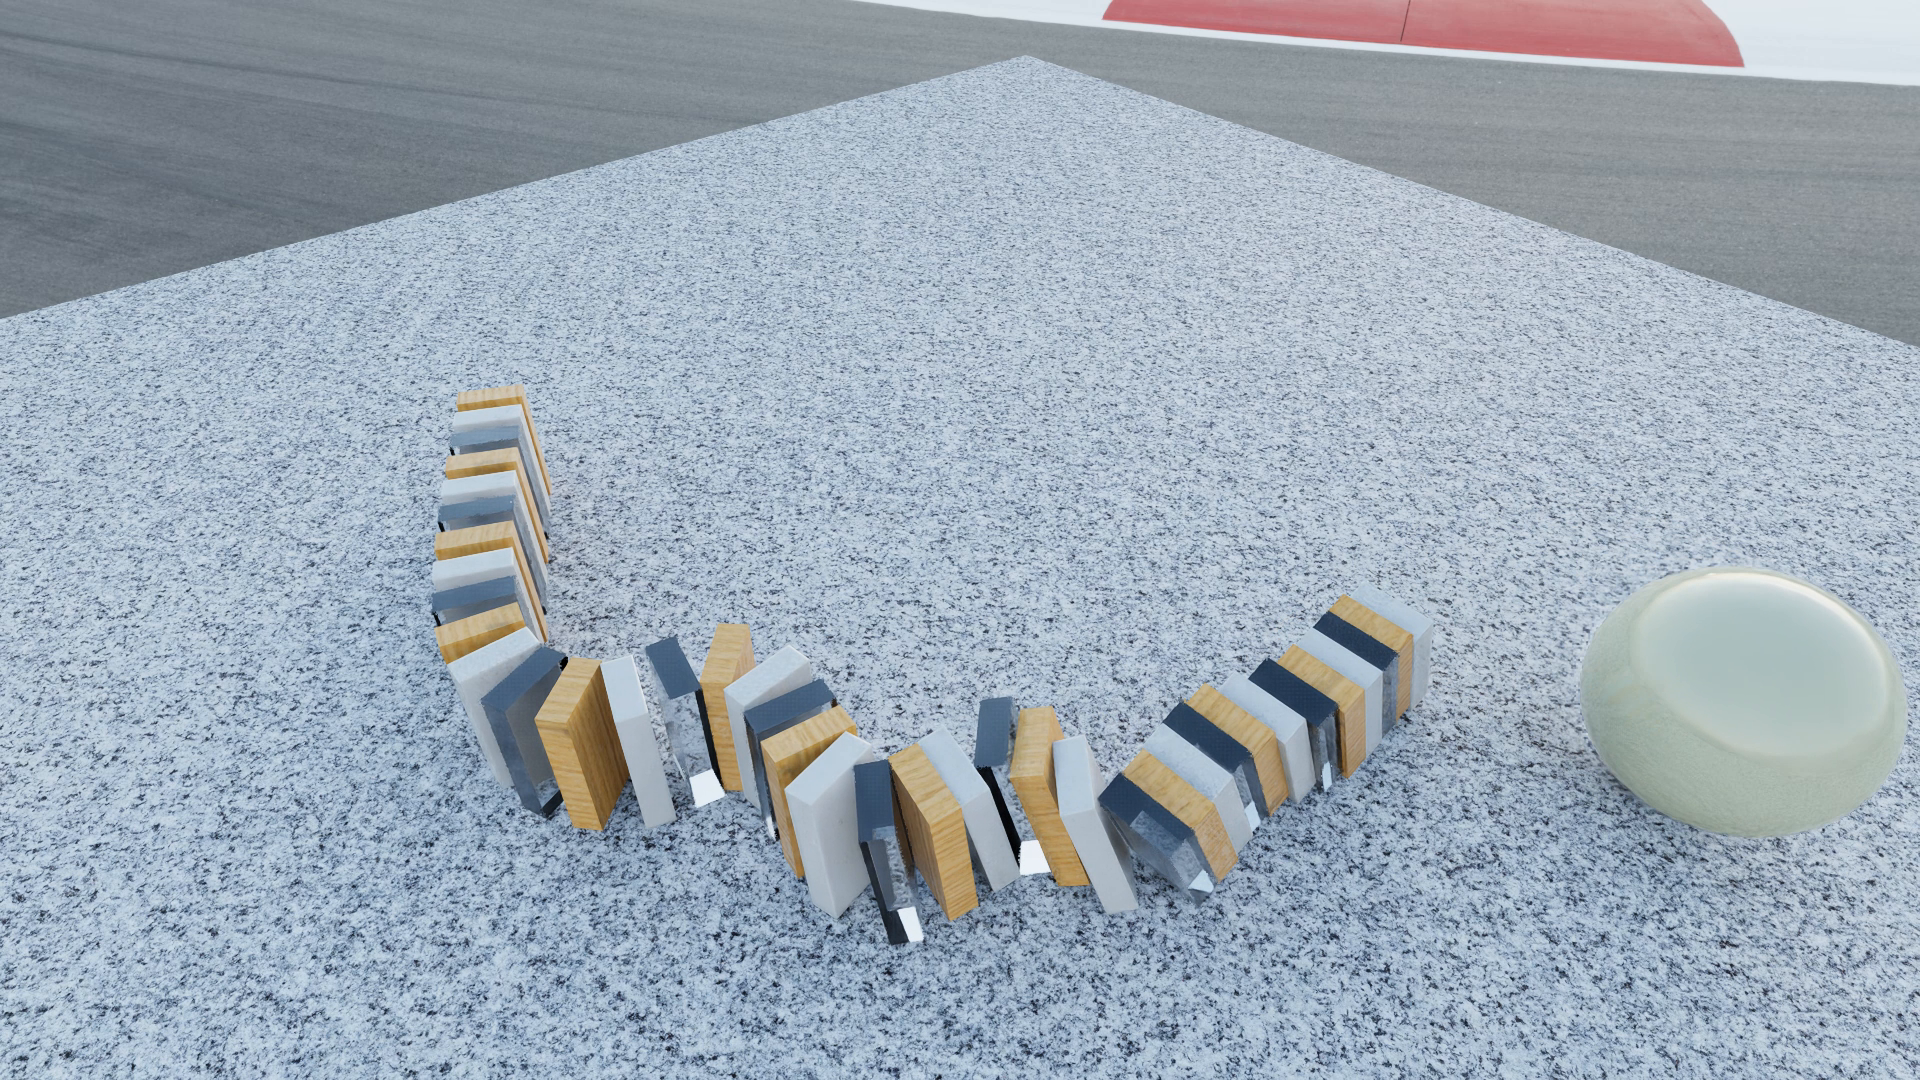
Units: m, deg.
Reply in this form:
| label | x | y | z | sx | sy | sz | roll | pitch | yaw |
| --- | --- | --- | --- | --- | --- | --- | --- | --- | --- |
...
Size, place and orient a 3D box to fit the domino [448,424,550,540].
| label | x | y | z | sx | sy | sz | roll | pitch | yaw |
| --- | --- | --- | --- | --- | --- | --- | --- | --- | --- |
| domino | -0.182 | -0.020 | 0.436 | 0.025 | 0.050 | 0.009 | -9 | 40 | -11 |

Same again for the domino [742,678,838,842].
| label | x | y | z | sx | sy | sz | roll | pitch | yaw |
| --- | --- | --- | --- | --- | --- | --- | --- | --- | --- |
| domino | -0.049 | 0.067 | 0.330 | 0.025 | 0.050 | 0.009 | -22 | 44 | -24 |

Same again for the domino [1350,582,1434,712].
| label | x | y | z | sx | sy | sz | roll | pitch | yaw |
| --- | --- | --- | --- | --- | --- | --- | --- | --- | --- |
| domino | 0.143 | 0.036 | 0.367 | 0.009 | 0.050 | 0.025 | -44 | 53 | -13 |

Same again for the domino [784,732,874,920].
| label | x | y | z | sx | sy | sz | roll | pitch | yaw |
| --- | --- | --- | --- | --- | --- | --- | --- | --- | --- |
| domino | -0.034 | 0.081 | 0.312 | 0.009 | 0.050 | 0.025 | 21 | 43 | 31 |

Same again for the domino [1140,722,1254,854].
| label | x | y | z | sx | sy | sz | roll | pitch | yaw |
| --- | --- | --- | --- | --- | --- | --- | --- | --- | --- |
| domino | 0.070 | 0.074 | 0.322 | 0.009 | 0.050 | 0.025 | -46 | 53 | -11 |

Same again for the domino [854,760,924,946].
| label | x | y | z | sx | sy | sz | roll | pitch | yaw |
| --- | --- | --- | --- | --- | --- | --- | --- | --- | --- |
| domino | -0.020 | 0.087 | 0.305 | 0.009 | 0.050 | 0.025 | -10 | 40 | -1 |

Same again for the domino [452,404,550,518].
| label | x | y | z | sx | sy | sz | roll | pitch | yaw |
| --- | --- | --- | --- | --- | --- | --- | --- | --- | --- |
| domino | -0.186 | -0.030 | 0.448 | 0.025 | 0.050 | 0.009 | -9 | 40 | -11 |

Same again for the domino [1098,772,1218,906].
| label | x | y | z | sx | sy | sz | roll | pitch | yaw |
| --- | --- | --- | --- | --- | --- | --- | --- | --- | --- |
| domino | 0.056 | 0.085 | 0.309 | 0.009 | 0.050 | 0.025 | -47 | 54 | -11 |

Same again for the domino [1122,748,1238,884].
| label | x | y | z | sx | sy | sz | roll | pitch | yaw |
| --- | --- | --- | --- | --- | --- | --- | --- | --- | --- |
| domino | 0.064 | 0.080 | 0.315 | 0.010 | 0.050 | 0.025 | -46 | 53 | -11 |

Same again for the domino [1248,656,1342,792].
| label | x | y | z | sx | sy | sz | roll | pitch | yaw |
| --- | --- | --- | --- | --- | --- | --- | --- | --- | --- |
| domino | 0.104 | 0.058 | 0.341 | 0.009 | 0.050 | 0.025 | -44 | 53 | -13 |

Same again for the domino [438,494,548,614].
| label | x | y | z | sx | sy | sz | roll | pitch | yaw |
| --- | --- | --- | --- | --- | --- | --- | --- | --- | --- |
| domino | -0.170 | 0.008 | 0.402 | 0.025 | 0.050 | 0.009 | -10 | 40 | -12 |

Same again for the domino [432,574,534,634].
| label | x | y | z | sx | sy | sz | roll | pitch | yaw |
| --- | --- | --- | --- | --- | --- | --- | --- | --- | --- |
| domino | -0.155 | 0.036 | 0.367 | 0.025 | 0.050 | 0.010 | -14 | 41 | -16 |

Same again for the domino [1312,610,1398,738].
| label | x | y | z | sx | sy | sz | roll | pitch | yaw |
| --- | --- | --- | --- | --- | --- | --- | --- | --- | --- |
| domino | 0.128 | 0.045 | 0.357 | 0.009 | 0.050 | 0.025 | -44 | 53 | -13 |

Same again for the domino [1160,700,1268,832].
| label | x | y | z | sx | sy | sz | roll | pitch | yaw |
| --- | --- | --- | --- | --- | --- | --- | --- | --- | --- |
| domino | 0.077 | 0.069 | 0.328 | 0.009 | 0.050 | 0.025 | -45 | 53 | -11 |

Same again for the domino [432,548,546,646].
| label | x | y | z | sx | sy | sz | roll | pitch | yaw |
| --- | --- | --- | --- | --- | --- | --- | --- | --- | --- |
| domino | -0.161 | 0.027 | 0.378 | 0.025 | 0.050 | 0.009 | -12 | 41 | -14 |

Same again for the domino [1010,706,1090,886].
| label | x | y | z | sx | sy | sz | roll | pitch | yaw |
| --- | --- | --- | --- | --- | --- | --- | --- | --- | --- |
| domino | 0.028 | 0.075 | 0.320 | 0.010 | 0.050 | 0.025 | -9 | 36 | 19 |

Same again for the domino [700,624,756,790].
| label | x | y | z | sx | sy | sz | roll | pitch | yaw |
| --- | --- | --- | --- | --- | --- | --- | --- | --- | --- |
| domino | -0.071 | 0.053 | 0.347 | 0.010 | 0.050 | 0.025 | 2 | 39 | 2 |

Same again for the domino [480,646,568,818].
| label | x | y | z | sx | sy | sz | roll | pitch | yaw |
| --- | --- | --- | --- | --- | --- | --- | --- | --- | --- |
| domino | -0.128 | 0.060 | 0.339 | 0.010 | 0.050 | 0.025 | 18 | 43 | 21 |

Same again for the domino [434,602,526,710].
| label | x | y | z | sx | sy | sz | roll | pitch | yaw |
| --- | --- | --- | --- | --- | --- | --- | --- | --- | --- |
| domino | -0.149 | 0.045 | 0.356 | 0.025 | 0.050 | 0.010 | -19 | 43 | -22 |

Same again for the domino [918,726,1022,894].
| label | x | y | z | sx | sy | sz | roll | pitch | yaw |
| --- | --- | --- | --- | --- | --- | --- | --- | --- | --- |
| domino | 0.003 | 0.078 | 0.316 | 0.009 | 0.050 | 0.025 | -30 | 46 | -12 |

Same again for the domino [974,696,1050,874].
| label | x | y | z | sx | sy | sz | roll | pitch | yaw |
| --- | --- | --- | --- | --- | --- | --- | --- | --- | --- |
| domino | 0.016 | 0.072 | 0.323 | 0.009 | 0.050 | 0.025 | -10 | 37 | 14 |

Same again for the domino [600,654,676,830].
| label | x | y | z | sx | sy | sz | roll | pitch | yaw |
| --- | --- | --- | --- | --- | --- | --- | --- | --- | --- |
| domino | -0.098 | 0.062 | 0.336 | 0.010 | 0.050 | 0.025 | -15 | 42 | -18 |

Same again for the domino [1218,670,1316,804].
| label | x | y | z | sx | sy | sz | roll | pitch | yaw |
| --- | --- | --- | --- | --- | --- | --- | --- | --- | --- |
| domino | 0.094 | 0.061 | 0.337 | 0.010 | 0.050 | 0.025 | -45 | 53 | -11 |

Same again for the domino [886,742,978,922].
| label | x | y | z | sx | sy | sz | roll | pitch | yaw |
| --- | --- | --- | --- | --- | --- | --- | --- | --- | --- |
| domino | -0.007 | 0.083 | 0.310 | 0.009 | 0.050 | 0.025 | -24 | 45 | -18 |

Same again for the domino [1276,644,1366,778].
| label | x | y | z | sx | sy | sz | roll | pitch | yaw |
| --- | --- | --- | --- | --- | --- | --- | --- | --- | --- |
| domino | 0.113 | 0.055 | 0.345 | 0.009 | 0.050 | 0.025 | -44 | 53 | -13 |

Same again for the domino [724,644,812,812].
| label | x | y | z | sx | sy | sz | roll | pitch | yaw |
| --- | --- | --- | --- | --- | --- | --- | --- | --- | --- |
| domino | -0.057 | 0.059 | 0.340 | 0.009 | 0.050 | 0.025 | 30 | 48 | 31 |

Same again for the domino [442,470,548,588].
| label | x | y | z | sx | sy | sz | roll | pitch | yaw |
| --- | --- | --- | --- | --- | --- | --- | --- | --- | --- |
| domino | -0.174 | -0.001 | 0.413 | 0.025 | 0.050 | 0.009 | -10 | 40 | -12 |

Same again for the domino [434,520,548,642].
| label | x | y | z | sx | sy | sz | roll | pitch | yaw |
| --- | --- | --- | --- | --- | --- | --- | --- | --- | --- |
| domino | -0.165 | 0.018 | 0.390 | 0.025 | 0.050 | 0.009 | -11 | 41 | -13 |

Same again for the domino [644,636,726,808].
| label | x | y | z | sx | sy | sz | roll | pitch | yaw |
| --- | --- | --- | --- | --- | --- | --- | --- | --- | --- |
| domino | -0.085 | 0.057 | 0.342 | 0.009 | 0.050 | 0.025 | -20 | 43 | -22 |

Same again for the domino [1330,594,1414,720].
| label | x | y | z | sx | sy | sz | roll | pitch | yaw |
| --- | --- | --- | --- | --- | --- | --- | --- | --- | --- |
| domino | 0.135 | 0.040 | 0.363 | 0.009 | 0.050 | 0.025 | -44 | 53 | -13 |

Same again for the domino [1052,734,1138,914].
| label | x | y | z | sx | sy | sz | roll | pitch | yaw |
| --- | --- | --- | --- | --- | --- | --- | --- | --- | --- |
| domino | 0.039 | 0.081 | 0.312 | 0.009 | 0.050 | 0.025 | -16 | 38 | 11 |

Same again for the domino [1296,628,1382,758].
| label | x | y | z | sx | sy | sz | roll | pitch | yaw |
| --- | --- | --- | --- | --- | --- | --- | --- | --- | --- |
| domino | 0.121 | 0.050 | 0.351 | 0.010 | 0.050 | 0.025 | -44 | 53 | -13 |

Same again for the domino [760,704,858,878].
| label | x | y | z | sx | sy | sz | roll | pitch | yaw |
| --- | --- | --- | --- | --- | --- | --- | --- | --- | --- |
| domino | -0.041 | 0.074 | 0.321 | 0.025 | 0.050 | 0.009 | -23 | 41 | -25 |

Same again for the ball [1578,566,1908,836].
| label | x | y | z | sx | sy | sz | roll | pitch | yaw |
| --- | --- | --- | --- | --- | --- | --- | --- | --- | --- |
| ball | 0.231 | 0.048 | 0.330 | 0.080 | 0.080 | 0.080 | 0 | 39 | 0 |

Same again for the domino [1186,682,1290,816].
| label | x | y | z | sx | sy | sz | roll | pitch | yaw |
| --- | --- | --- | --- | --- | --- | --- | --- | --- | --- |
| domino | 0.085 | 0.064 | 0.333 | 0.010 | 0.050 | 0.025 | -45 | 53 | -11 |

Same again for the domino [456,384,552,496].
| label | x | y | z | sx | sy | sz | roll | pitch | yaw |
| --- | --- | --- | --- | --- | --- | --- | --- | --- | --- |
| domino | -0.190 | -0.040 | 0.460 | 0.025 | 0.050 | 0.009 | -10 | 40 | -12 |

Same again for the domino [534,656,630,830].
| label | x | y | z | sx | sy | sz | roll | pitch | yaw |
| --- | --- | --- | --- | --- | --- | --- | --- | --- | --- |
| domino | -0.114 | 0.063 | 0.335 | 0.009 | 0.050 | 0.025 | 6 | 40 | 7 |

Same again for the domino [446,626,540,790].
| label | x | y | z | sx | sy | sz | roll | pitch | yaw |
| --- | --- | --- | --- | --- | --- | --- | --- | --- | --- |
| domino | -0.140 | 0.053 | 0.346 | 0.025 | 0.050 | 0.009 | -29 | 47 | -31 |

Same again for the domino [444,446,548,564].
| label | x | y | z | sx | sy | sz | roll | pitch | yaw |
| --- | --- | --- | --- | --- | --- | --- | --- | --- | --- |
| domino | -0.178 | -0.011 | 0.425 | 0.025 | 0.050 | 0.009 | -10 | 40 | -11 |
